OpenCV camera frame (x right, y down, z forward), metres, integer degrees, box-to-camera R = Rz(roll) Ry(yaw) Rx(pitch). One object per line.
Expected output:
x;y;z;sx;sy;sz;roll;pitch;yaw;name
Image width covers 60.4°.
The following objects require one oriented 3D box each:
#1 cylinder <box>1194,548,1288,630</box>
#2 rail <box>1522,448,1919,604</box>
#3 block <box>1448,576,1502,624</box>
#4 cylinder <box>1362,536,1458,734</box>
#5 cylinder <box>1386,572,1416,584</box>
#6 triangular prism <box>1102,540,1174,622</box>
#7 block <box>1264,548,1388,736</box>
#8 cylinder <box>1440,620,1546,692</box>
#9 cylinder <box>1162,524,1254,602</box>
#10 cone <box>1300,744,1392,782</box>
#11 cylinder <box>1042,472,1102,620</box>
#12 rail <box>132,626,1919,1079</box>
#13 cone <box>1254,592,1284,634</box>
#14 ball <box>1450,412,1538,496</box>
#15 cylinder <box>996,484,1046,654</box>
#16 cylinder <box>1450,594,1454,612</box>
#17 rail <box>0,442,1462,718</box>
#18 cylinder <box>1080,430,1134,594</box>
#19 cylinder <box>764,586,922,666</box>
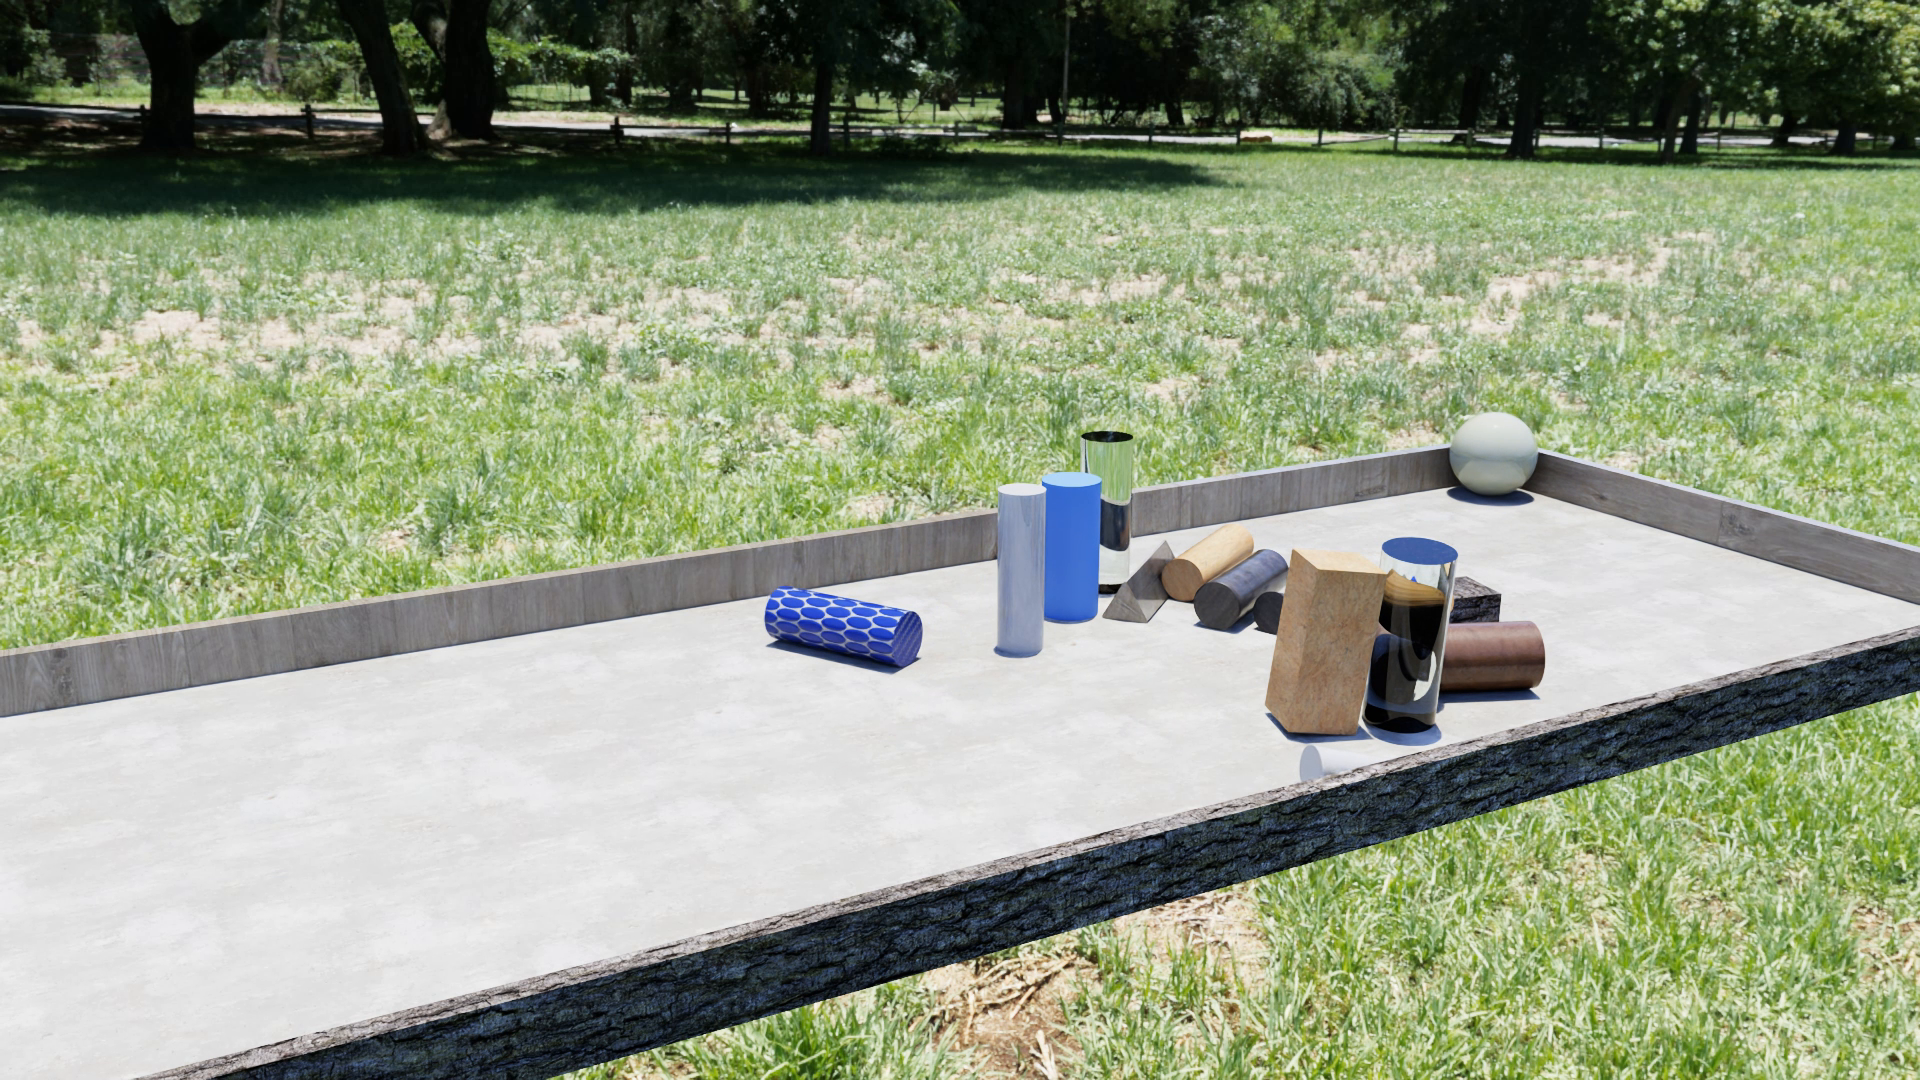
0.798;0.136;4.653;0.135;0.135;0.373;10;19;30;cylinder
2.466;-0.048;5.253;0.050;0.150;2.100;-9;18;-27;rail
1.188;0.213;4.345;0.428;0.160;0.160;-5;17;-17;block
1.041;0.221;3.825;0.169;0.424;0.169;1;22;0;cylinder
1.132;0.177;4.521;0.423;0.131;0.131;-9;19;-28;cylinder
0.536;0.110;4.770;0.129;0.112;0.441;6;17;20;triangular prism
0.845;0.235;3.827;0.166;0.392;0.166;4;15;-11;block
1.249;0.289;4.073;0.333;0.168;0.168;-2;16;-6;cylinder
0.743;0.063;4.914;0.128;0.128;0.425;9;19;28;cylinder
0.947;0.500;3.560;0.418;0.106;0.106;3;15;-15;cone
0.308;0.017;4.613;0.165;0.386;0.165;0;16;0;cylinder
-2.336;1.006;1.665;12.000;0.150;0.050;-9;18;-27;rail
0.965;0.186;4.619;0.117;0.117;0.371;13;12;38;cone
1.896;-0.306;5.862;0.301;0.301;0.301;0;16;0;ball
0.161;0.075;4.333;0.126;0.431;0.126;0;16;0;cylinder
1.000;0.200;4.067;0.118;0.118;0.444;-16;-11;-43;cylinder
-3.305;0.497;3.399;12.000;0.150;0.050;-9;18;-27;rail
0.425;-0.080;4.822;0.151;0.454;0.151;0;16;0;cylinder
-0.308;0.224;4.334;0.406;0.145;0.145;10;19;30;cylinder
